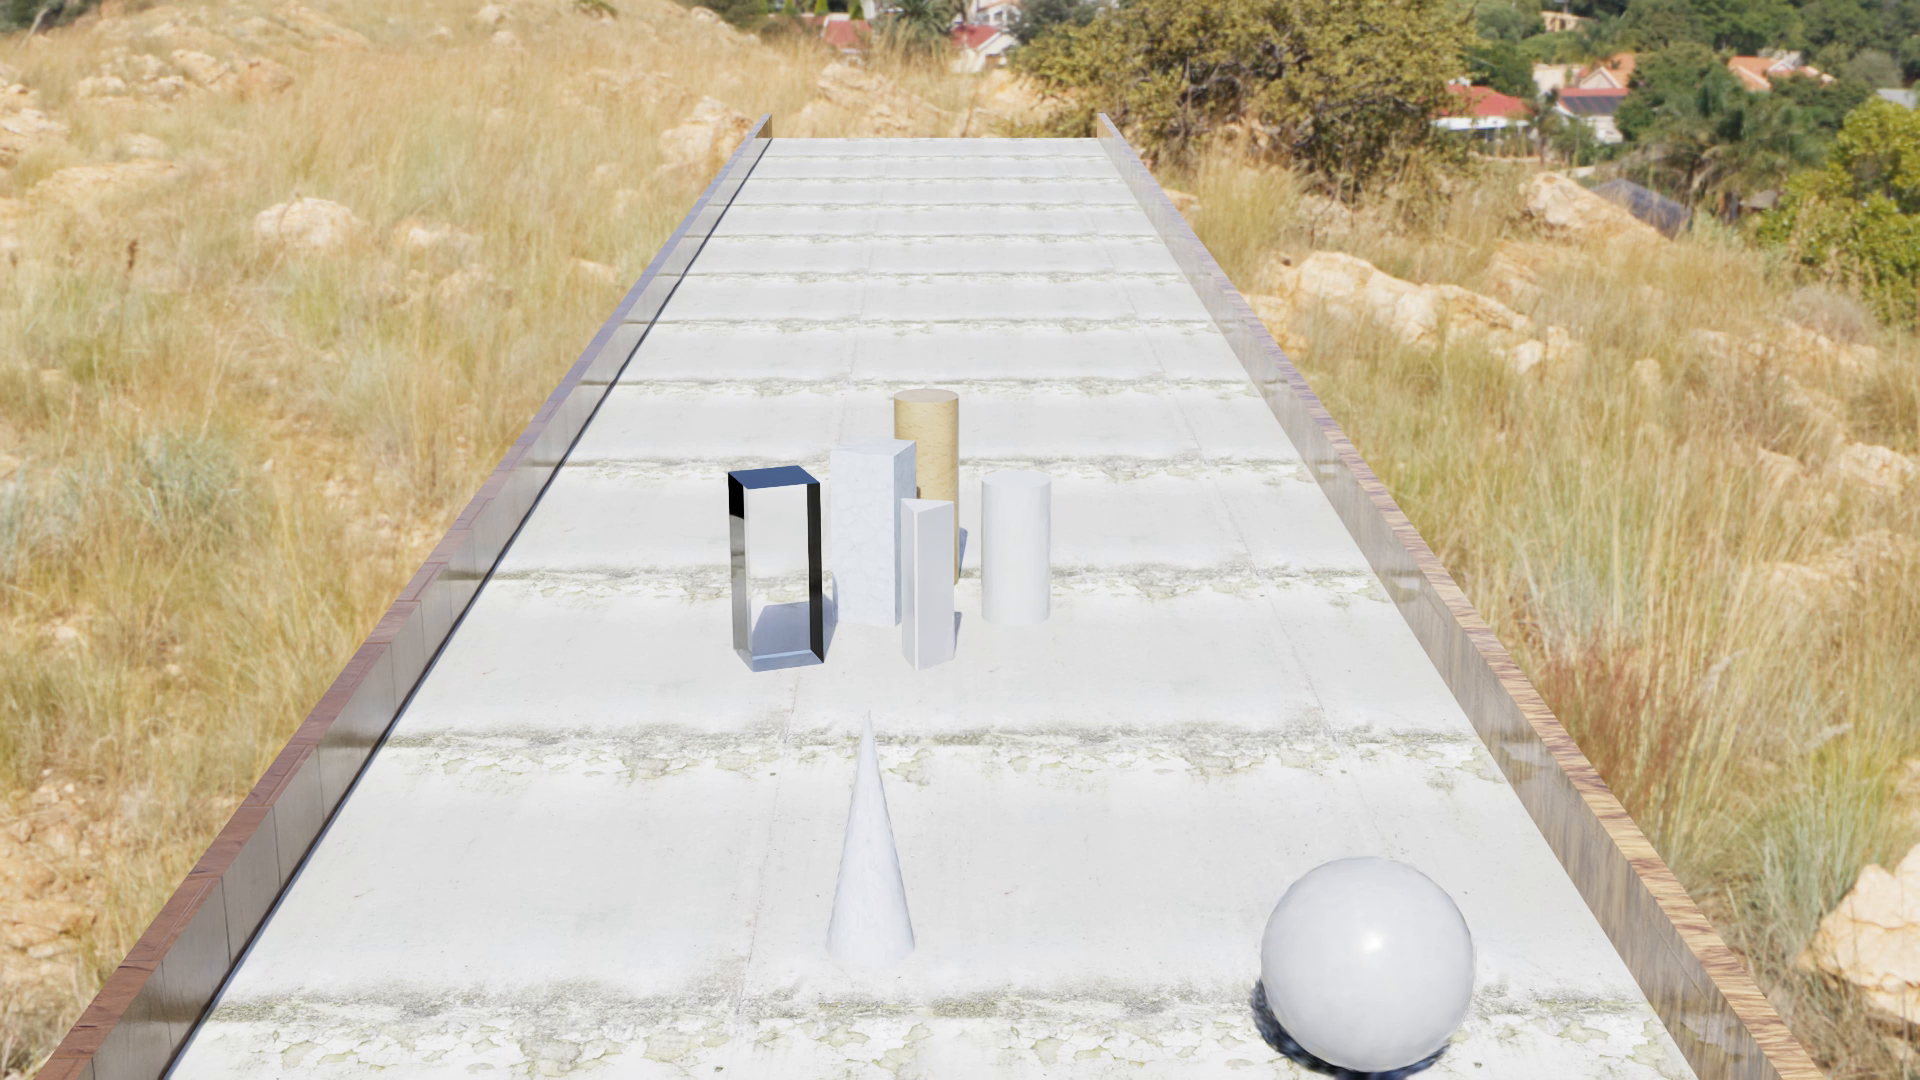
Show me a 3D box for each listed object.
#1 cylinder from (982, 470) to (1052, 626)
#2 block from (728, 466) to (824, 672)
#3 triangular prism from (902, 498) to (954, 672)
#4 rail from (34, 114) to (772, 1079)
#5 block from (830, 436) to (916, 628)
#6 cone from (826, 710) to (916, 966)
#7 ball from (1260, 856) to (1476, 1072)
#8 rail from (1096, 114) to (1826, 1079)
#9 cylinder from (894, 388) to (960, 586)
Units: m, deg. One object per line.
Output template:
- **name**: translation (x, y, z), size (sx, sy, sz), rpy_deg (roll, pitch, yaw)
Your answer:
- **cylinder**: translation (0.118, 0.016, 4.647), size (0.147, 0.300, 0.147), rpy_deg (0, 17, 0)
- **block**: translation (-0.367, 0.056, 4.382), size (0.146, 0.375, 0.146), rpy_deg (-6, 18, -20)
- **triangular prism**: translation (-0.082, 0.083, 4.373), size (0.092, 0.327, 0.106), rpy_deg (15, 22, 42)
- **rail**: translation (-1.118, -0.838, 7.780), size (0.050, 0.150, 12.000), rpy_deg (0, 17, -1)
- **block**: translation (-0.181, -0.019, 4.640), size (0.140, 0.370, 0.140), rpy_deg (5, 17, 18)
- **cone**: translation (-0.131, 0.417, 3.172), size (0.132, 0.372, 0.132), rpy_deg (0, 17, 0)
- **ball**: translation (0.533, 0.554, 2.877), size (0.278, 0.278, 0.278), rpy_deg (0, 17, 0)
- **rail**: translation (0.932, -0.844, 7.801), size (0.050, 0.150, 12.000), rpy_deg (0, 17, -1)
- **cylinder**: translation (-0.074, -0.112, 4.860), size (0.144, 0.424, 0.144), rpy_deg (0, 17, 0)
